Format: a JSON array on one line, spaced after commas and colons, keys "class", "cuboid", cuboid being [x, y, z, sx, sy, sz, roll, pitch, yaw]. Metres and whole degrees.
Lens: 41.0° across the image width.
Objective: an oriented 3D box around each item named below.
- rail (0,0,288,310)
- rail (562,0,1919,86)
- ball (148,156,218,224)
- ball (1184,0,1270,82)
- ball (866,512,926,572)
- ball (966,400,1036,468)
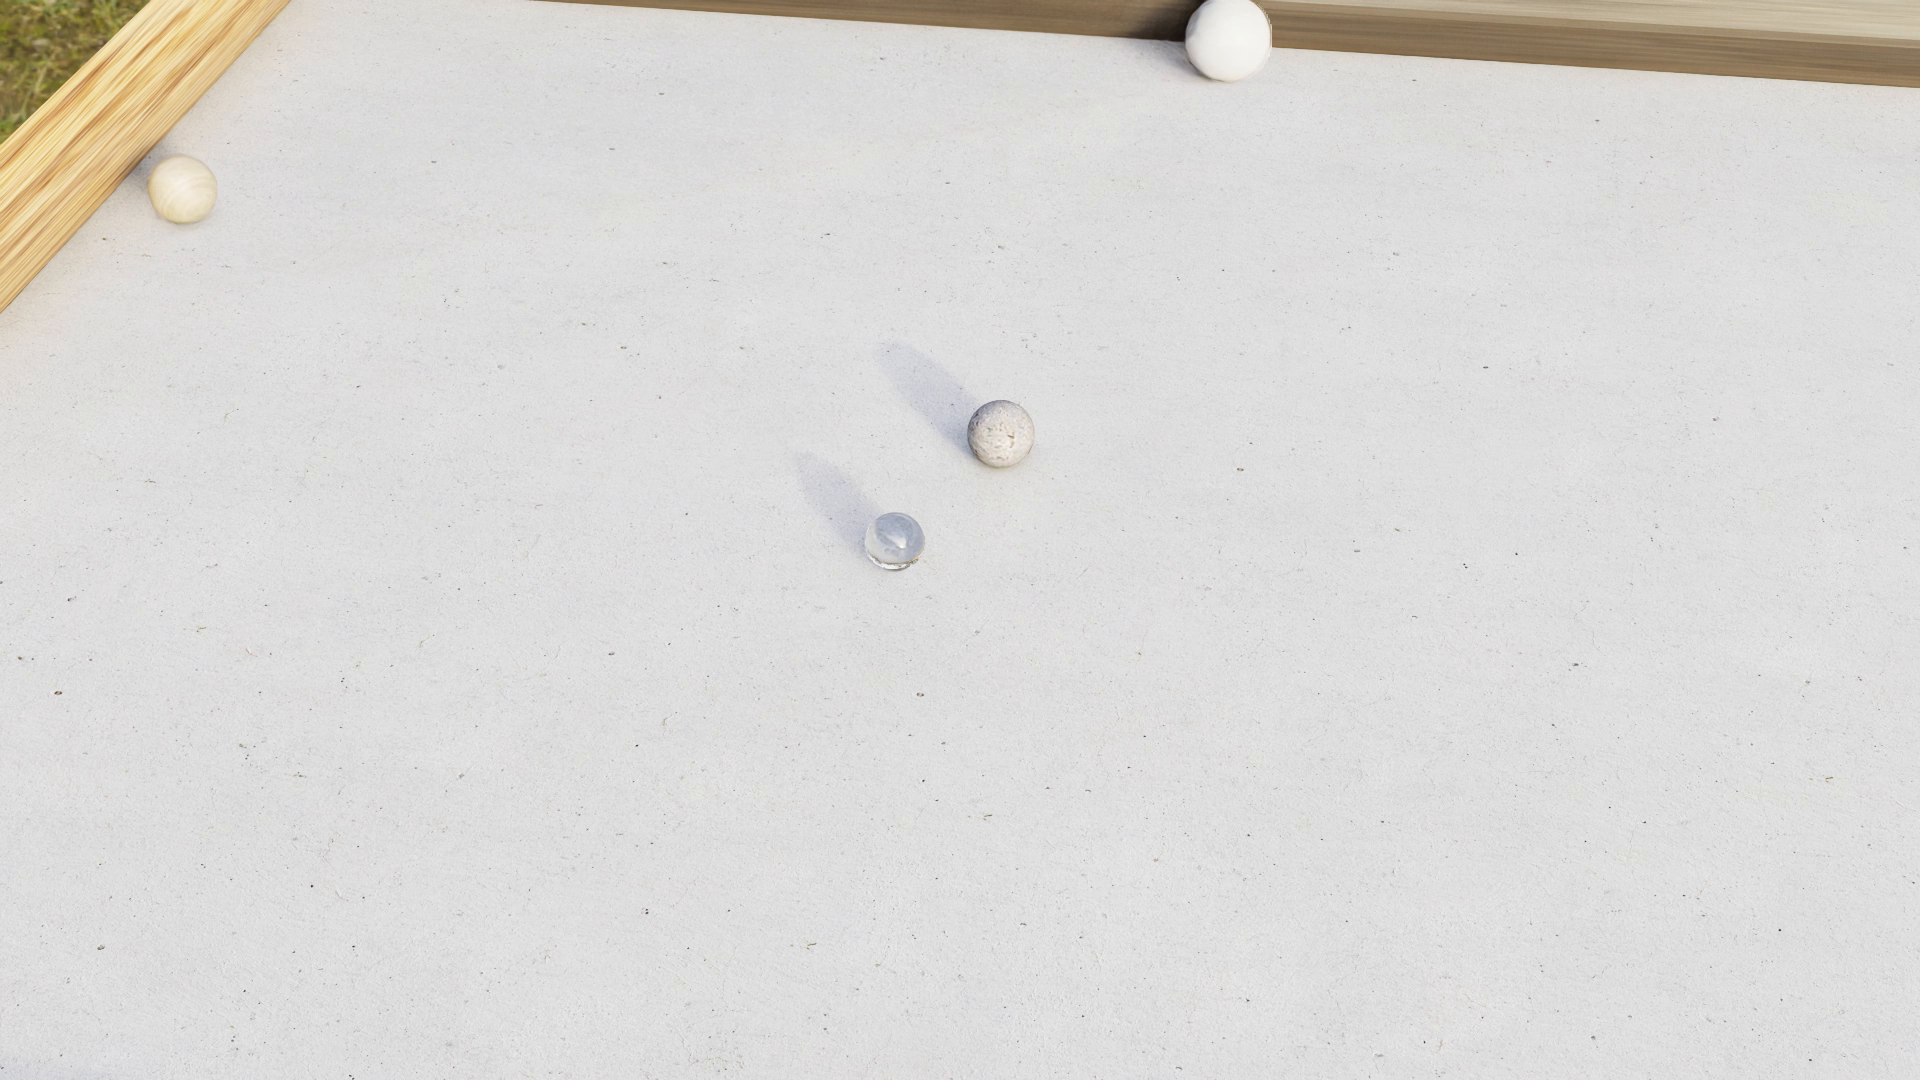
[{"class": "rail", "cuboid": [-0.846, -0.102, 1.964, 0.045, 0.128, 1.970, 5, 35, 7]}, {"class": "rail", "cuboid": [1.017, -0.492, 2.526, 3.520, 0.128, 0.045, 5, 35, 7]}, {"class": "ball", "cuboid": [-0.707, -0.319, 2.336, 0.062, 0.062, 0.062, 0, 35, 0]}, {"class": "ball", "cuboid": [0.269, -0.505, 2.583, 0.086, 0.086, 0.086, 0, 35, 0]}, {"class": "ball", "cuboid": [-0.048, 0.001, 1.891, 0.044, 0.044, 0.044, 0, 35, 0]}, {"class": "ball", "cuboid": [0.032, -0.083, 2.004, 0.053, 0.053, 0.053, 0, 35, 0]}]
